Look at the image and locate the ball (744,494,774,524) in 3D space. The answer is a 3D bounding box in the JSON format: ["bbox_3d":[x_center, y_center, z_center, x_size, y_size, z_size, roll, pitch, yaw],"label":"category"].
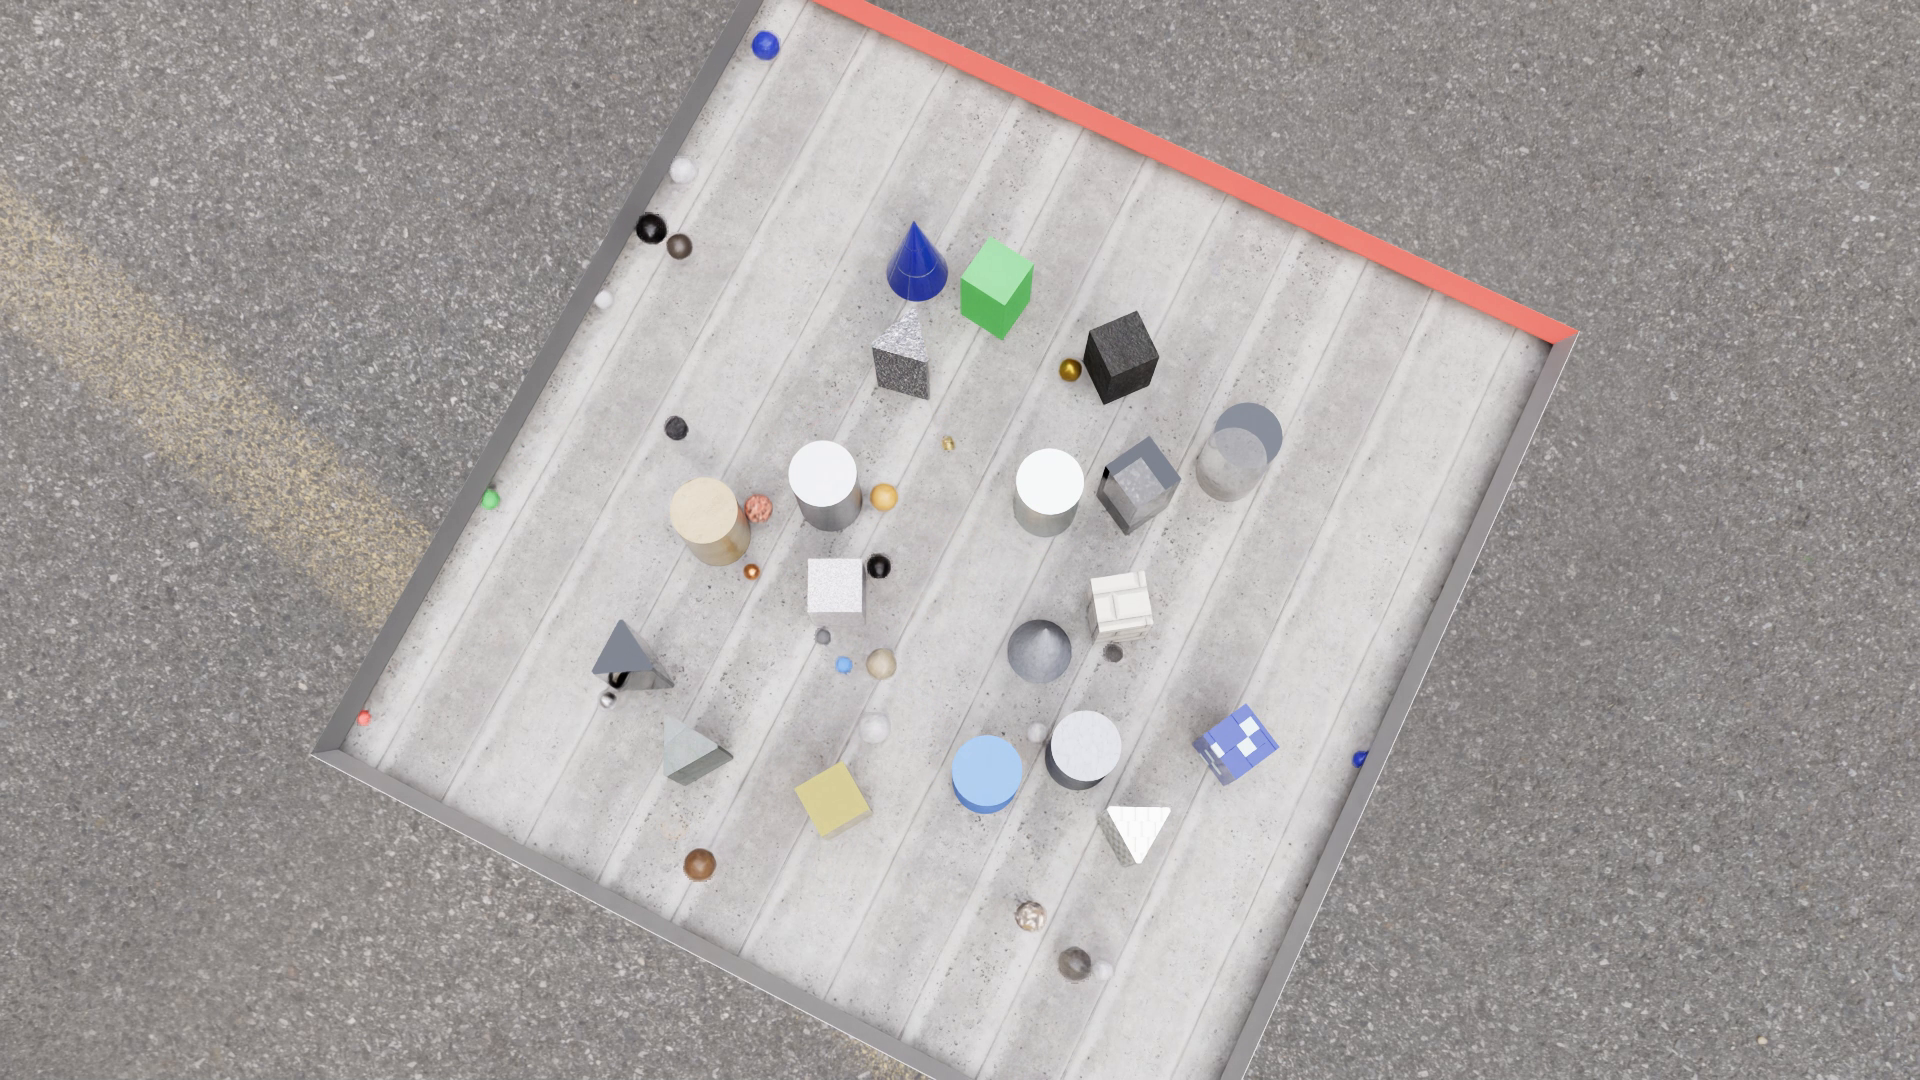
[{"bbox_3d":[-0.615,-0.095,5.591,0.088,0.088,0.088,0,78,0],"label":"ball"}]

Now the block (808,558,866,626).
[{"bbox_3d":[-0.363,0.158,5.450,0.157,0.262,0.157,0,78,0],"label":"block"}]

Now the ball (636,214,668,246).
[{"bbox_3d":[-0.971,-0.977,5.770,0.096,0.096,0.096,0,78,0],"label":"ball"}]

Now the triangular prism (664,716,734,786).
[{"bbox_3d":[-0.787,0.592,5.306,0.170,0.369,0.147,-29,80,-6],"label":"triangular prism"}]

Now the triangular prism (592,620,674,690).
[{"bbox_3d":[-0.950,0.335,5.343,0.170,0.401,0.147,-4,78,-1],"label":"triangular prism"}]

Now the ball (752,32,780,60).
[{"bbox_3d":[-0.627,-1.590,5.900,0.090,0.090,0.090,0,78,0],"label":"ball"}]

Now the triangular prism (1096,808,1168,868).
[{"bbox_3d":[0.466,0.815,5.218,0.147,0.451,0.170,31,80,6],"label":"triangular prism"}]

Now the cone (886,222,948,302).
[{"bbox_3d":[-0.135,-0.891,5.576,0.196,0.441,0.196,0,78,0],"label":"cone"}]

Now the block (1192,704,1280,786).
[{"bbox_3d":[0.803,0.601,5.357,0.157,0.264,0.157,-35,81,-7],"label":"block"}]

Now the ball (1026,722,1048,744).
[{"bbox_3d":[0.230,0.576,5.465,0.063,0.063,0.063,0,78,0],"label":"ball"}]

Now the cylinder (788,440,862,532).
[{"bbox_3d":[-0.397,-0.157,5.469,0.196,0.352,0.196,0,78,0],"label":"cylinder"}]

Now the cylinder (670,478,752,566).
[{"bbox_3d":[-0.738,-0.050,5.449,0.196,0.349,0.196,0,78,0],"label":"cylinder"}]

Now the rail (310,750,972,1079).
[{"bbox_3d":[-0.628,1.238,5.294,2.822,0.127,0.045,26,80,5],"label":"rail"}]

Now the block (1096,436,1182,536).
[{"bbox_3d":[0.528,-0.156,5.455,0.157,0.380,0.157,-34,80,-7],"label":"block"}]

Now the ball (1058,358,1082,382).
[{"bbox_3d":[0.343,-0.527,5.689,0.073,0.073,0.073,0,78,0],"label":"ball"}]

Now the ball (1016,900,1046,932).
[{"bbox_3d":[0.205,1.098,5.344,0.088,0.088,0.088,0,78,0],"label":"ball"}]

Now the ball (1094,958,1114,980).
[{"bbox_3d":[0.416,1.248,5.329,0.058,0.058,0.058,0,78,0],"label":"ball"}]

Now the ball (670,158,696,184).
[{"bbox_3d":[-0.881,-1.171,5.816,0.084,0.084,0.084,0,78,0],"label":"ball"}]

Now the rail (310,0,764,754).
[{"bbox_3d":[-1.241,-0.601,5.675,0.045,0.127,2.858,26,80,5],"label":"rail"}]

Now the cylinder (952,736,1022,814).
[{"bbox_3d":[0.075,0.679,5.276,0.196,0.392,0.196,0,78,0],"label":"cylinder"}]

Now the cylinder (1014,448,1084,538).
[{"bbox_3d":[0.261,-0.137,5.478,0.196,0.327,0.196,0,78,0],"label":"cylinder"}]

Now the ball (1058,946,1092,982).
[{"bbox_3d":[0.332,1.230,5.312,0.098,0.098,0.098,0,78,0],"label":"ball"}]

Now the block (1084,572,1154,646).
[{"bbox_3d":[0.468,0.205,5.431,0.157,0.280,0.157,-9,78,-2],"label":"block"}]

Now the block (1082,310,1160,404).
[{"bbox_3d":[0.487,-0.551,5.576,0.157,0.303,0.157,-23,79,-5],"label":"block"}]

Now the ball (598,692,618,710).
[{"bbox_3d":[-1.054,0.483,5.488,0.057,0.057,0.057,0,78,0],"label":"ball"}]

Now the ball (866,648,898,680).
[{"bbox_3d":[-0.235,0.371,5.492,0.093,0.093,0.093,0,78,0],"label":"ball"}]

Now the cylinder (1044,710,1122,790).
[{"bbox_3d":[0.352,0.612,5.292,0.196,0.388,0.196,0,78,0],"label":"cylinder"}]

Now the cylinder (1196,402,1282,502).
[{"bbox_3d":[0.825,-0.256,5.451,0.196,0.427,0.196,0,78,0],"label":"cylinder"}]

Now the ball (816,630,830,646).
[{"bbox_3d":[-0.413,0.294,5.532,0.046,0.046,0.046,0,78,0],"label":"ball"}]

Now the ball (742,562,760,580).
[{"bbox_3d":[-0.634,0.096,5.571,0.053,0.053,0.053,0,78,0],"label":"ball"}]

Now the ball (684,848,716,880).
[{"bbox_3d":[-0.762,0.951,5.372,0.093,0.093,0.093,0,78,0],"label":"ball"}]

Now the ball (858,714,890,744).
[{"bbox_3d":[-0.257,0.562,5.453,0.092,0.092,0.092,0,78,0],"label":"ball"}]

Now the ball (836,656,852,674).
[{"bbox_3d":[-0.348,0.377,5.513,0.050,0.050,0.050,0,78,0],"label":"ball"}]

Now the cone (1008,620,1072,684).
[{"bbox_3d":[0.240,0.292,5.328,0.196,0.448,0.196,0,78,0],"label":"cone"}]

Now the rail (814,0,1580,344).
[{"bbox_3d":[0.628,-1.224,5.804,2.822,0.127,0.045,26,80,5],"label":"rail"}]

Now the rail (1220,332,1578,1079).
[{"bbox_3d":[1.241,0.614,5.423,0.045,0.127,2.858,26,80,5],"label":"rail"}]

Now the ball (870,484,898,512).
[{"bbox_3d":[-0.233,-0.130,5.599,0.087,0.087,0.087,0,78,0],"label":"ball"}]

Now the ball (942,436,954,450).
[{"bbox_3d":[-0.037,-0.301,5.658,0.040,0.040,0.040,0,78,0],"label":"ball"}]

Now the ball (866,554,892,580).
[{"bbox_3d":[-0.246,0.082,5.561,0.075,0.075,0.075,0,78,0],"label":"ball"}]

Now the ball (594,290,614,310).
[{"bbox_3d":[-1.117,-0.754,5.742,0.061,0.061,0.061,0,78,0],"label":"ball"}]

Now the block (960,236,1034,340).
[{"bbox_3d":[0.111,-0.766,5.604,0.157,0.335,0.157,33,80,6],"label":"block"}]

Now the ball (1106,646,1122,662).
[{"bbox_3d":[0.464,0.342,5.519,0.051,0.051,0.051,0,78,0],"label":"ball"}]

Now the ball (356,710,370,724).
[{"bbox_3d":[-1.788,0.530,5.484,0.045,0.045,0.045,0,78,0],"label":"ball"}]

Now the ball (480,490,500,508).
[{"bbox_3d":[-1.439,-0.125,5.613,0.057,0.057,0.057,0,78,0],"label":"ball"}]

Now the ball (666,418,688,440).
[{"bbox_3d":[-0.874,-0.343,5.652,0.070,0.070,0.070,0,78,0],"label":"ball"}]

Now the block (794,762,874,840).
[{"bbox_3d":[-0.362,0.759,5.317,0.157,0.279,0.157,-30,80,-6],"label":"block"}]

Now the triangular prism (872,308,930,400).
[{"bbox_3d":[-0.155,-0.570,5.530,0.170,0.400,0.147,17,79,3],"label":"triangular prism"}]

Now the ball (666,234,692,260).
[{"bbox_3d":[-0.882,-0.923,5.766,0.082,0.082,0.082,0,78,0],"label":"ball"}]

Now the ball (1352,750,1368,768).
[{"bbox_3d":[1.195,0.652,5.456,0.050,0.050,0.050,0,78,0],"label":"ball"}]
